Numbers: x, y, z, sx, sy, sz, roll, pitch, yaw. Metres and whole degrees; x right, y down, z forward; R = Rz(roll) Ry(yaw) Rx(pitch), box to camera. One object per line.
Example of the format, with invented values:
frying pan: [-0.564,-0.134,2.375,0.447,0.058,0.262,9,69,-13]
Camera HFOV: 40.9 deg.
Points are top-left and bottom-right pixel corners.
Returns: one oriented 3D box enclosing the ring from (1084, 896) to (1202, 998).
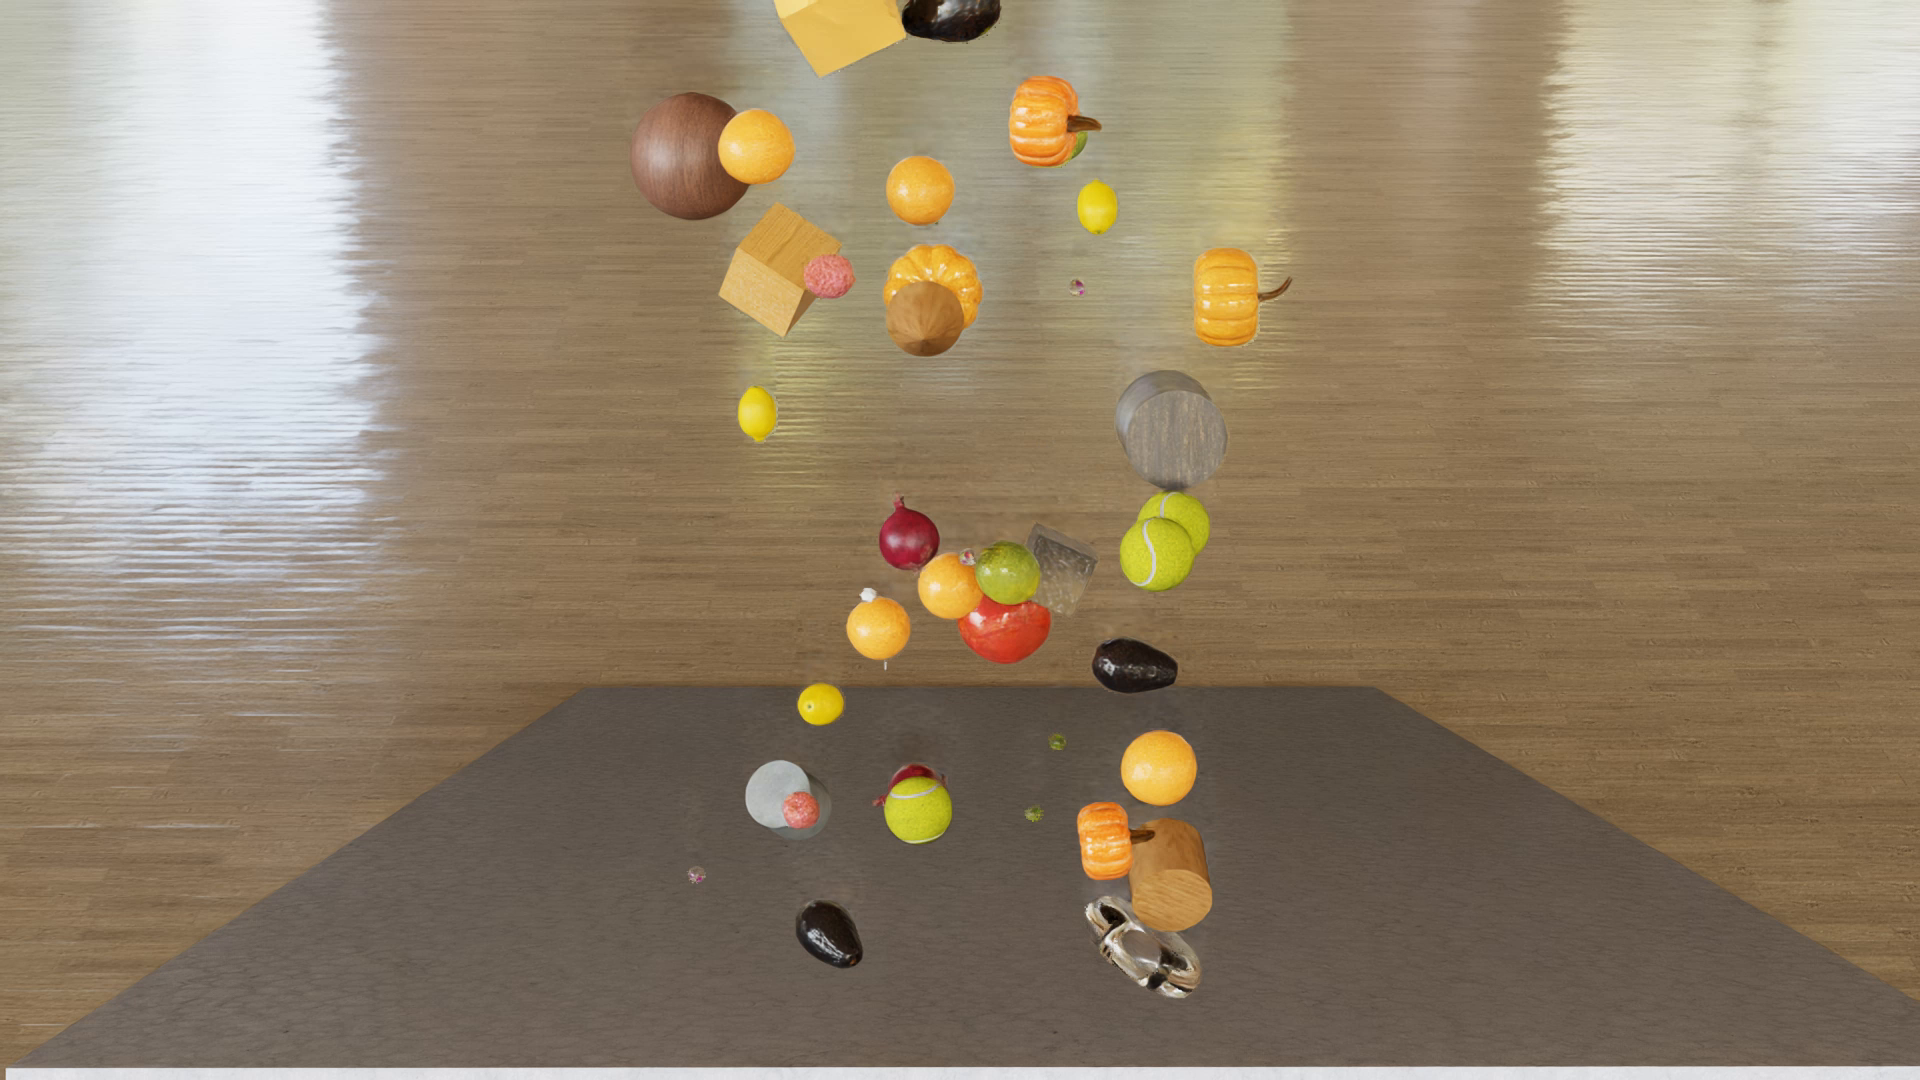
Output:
ring: [0.192,0.428,2.712,0.143,0.048,0.143,35,7,-5]

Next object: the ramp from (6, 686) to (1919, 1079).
ramp: [0.055,0.497,4.545,2.000,0.100,4.000,0,2,0]

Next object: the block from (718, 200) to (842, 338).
block: [-0.183,-0.276,2.628,0.080,0.080,0.080,33,53,2]

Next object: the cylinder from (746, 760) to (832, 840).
cylinder: [-0.199,0.303,2.989,0.078,0.078,0.078,8,-15,18]

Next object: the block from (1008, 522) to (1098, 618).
block: [0.099,0.032,2.753,0.069,0.069,0.069,24,9,-6]

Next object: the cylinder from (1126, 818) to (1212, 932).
cylinder: [0.219,0.352,2.712,0.084,0.084,0.084,-1,32,-2]

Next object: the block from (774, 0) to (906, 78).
block: [-0.113,-0.488,2.300,0.087,0.087,0.087,-23,57,11]
